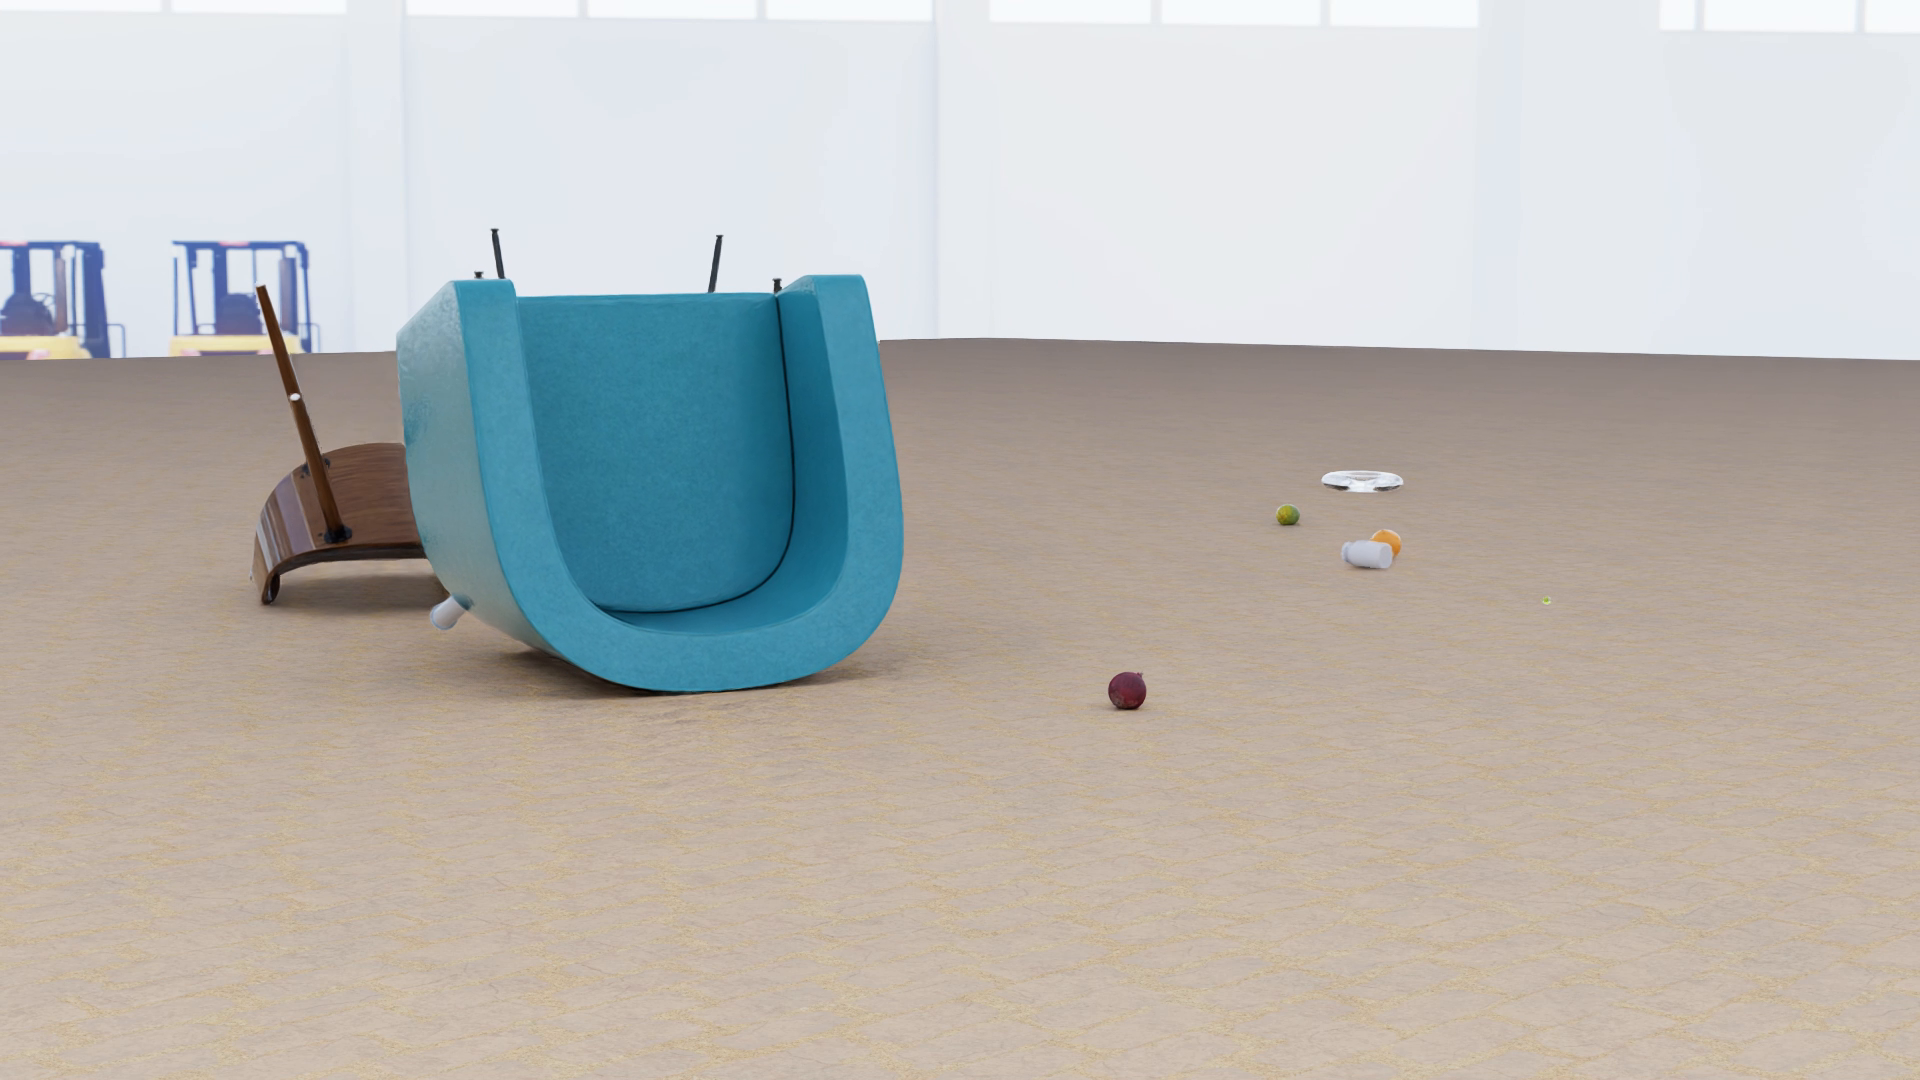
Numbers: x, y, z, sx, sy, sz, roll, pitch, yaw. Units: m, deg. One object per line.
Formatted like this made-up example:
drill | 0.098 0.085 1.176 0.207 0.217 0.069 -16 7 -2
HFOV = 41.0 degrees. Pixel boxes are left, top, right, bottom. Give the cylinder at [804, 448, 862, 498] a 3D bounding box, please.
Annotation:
cylinder | -0.380 -0.200 7.689 0.136 0.136 0.166 5 7 12

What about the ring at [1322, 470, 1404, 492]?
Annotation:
ring | 1.240 -0.180 7.909 0.250 0.051 0.256 -1 7 -12

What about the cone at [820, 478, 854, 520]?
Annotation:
cone | -0.317 -0.084 6.933 0.094 0.162 0.095 -22 51 -7
